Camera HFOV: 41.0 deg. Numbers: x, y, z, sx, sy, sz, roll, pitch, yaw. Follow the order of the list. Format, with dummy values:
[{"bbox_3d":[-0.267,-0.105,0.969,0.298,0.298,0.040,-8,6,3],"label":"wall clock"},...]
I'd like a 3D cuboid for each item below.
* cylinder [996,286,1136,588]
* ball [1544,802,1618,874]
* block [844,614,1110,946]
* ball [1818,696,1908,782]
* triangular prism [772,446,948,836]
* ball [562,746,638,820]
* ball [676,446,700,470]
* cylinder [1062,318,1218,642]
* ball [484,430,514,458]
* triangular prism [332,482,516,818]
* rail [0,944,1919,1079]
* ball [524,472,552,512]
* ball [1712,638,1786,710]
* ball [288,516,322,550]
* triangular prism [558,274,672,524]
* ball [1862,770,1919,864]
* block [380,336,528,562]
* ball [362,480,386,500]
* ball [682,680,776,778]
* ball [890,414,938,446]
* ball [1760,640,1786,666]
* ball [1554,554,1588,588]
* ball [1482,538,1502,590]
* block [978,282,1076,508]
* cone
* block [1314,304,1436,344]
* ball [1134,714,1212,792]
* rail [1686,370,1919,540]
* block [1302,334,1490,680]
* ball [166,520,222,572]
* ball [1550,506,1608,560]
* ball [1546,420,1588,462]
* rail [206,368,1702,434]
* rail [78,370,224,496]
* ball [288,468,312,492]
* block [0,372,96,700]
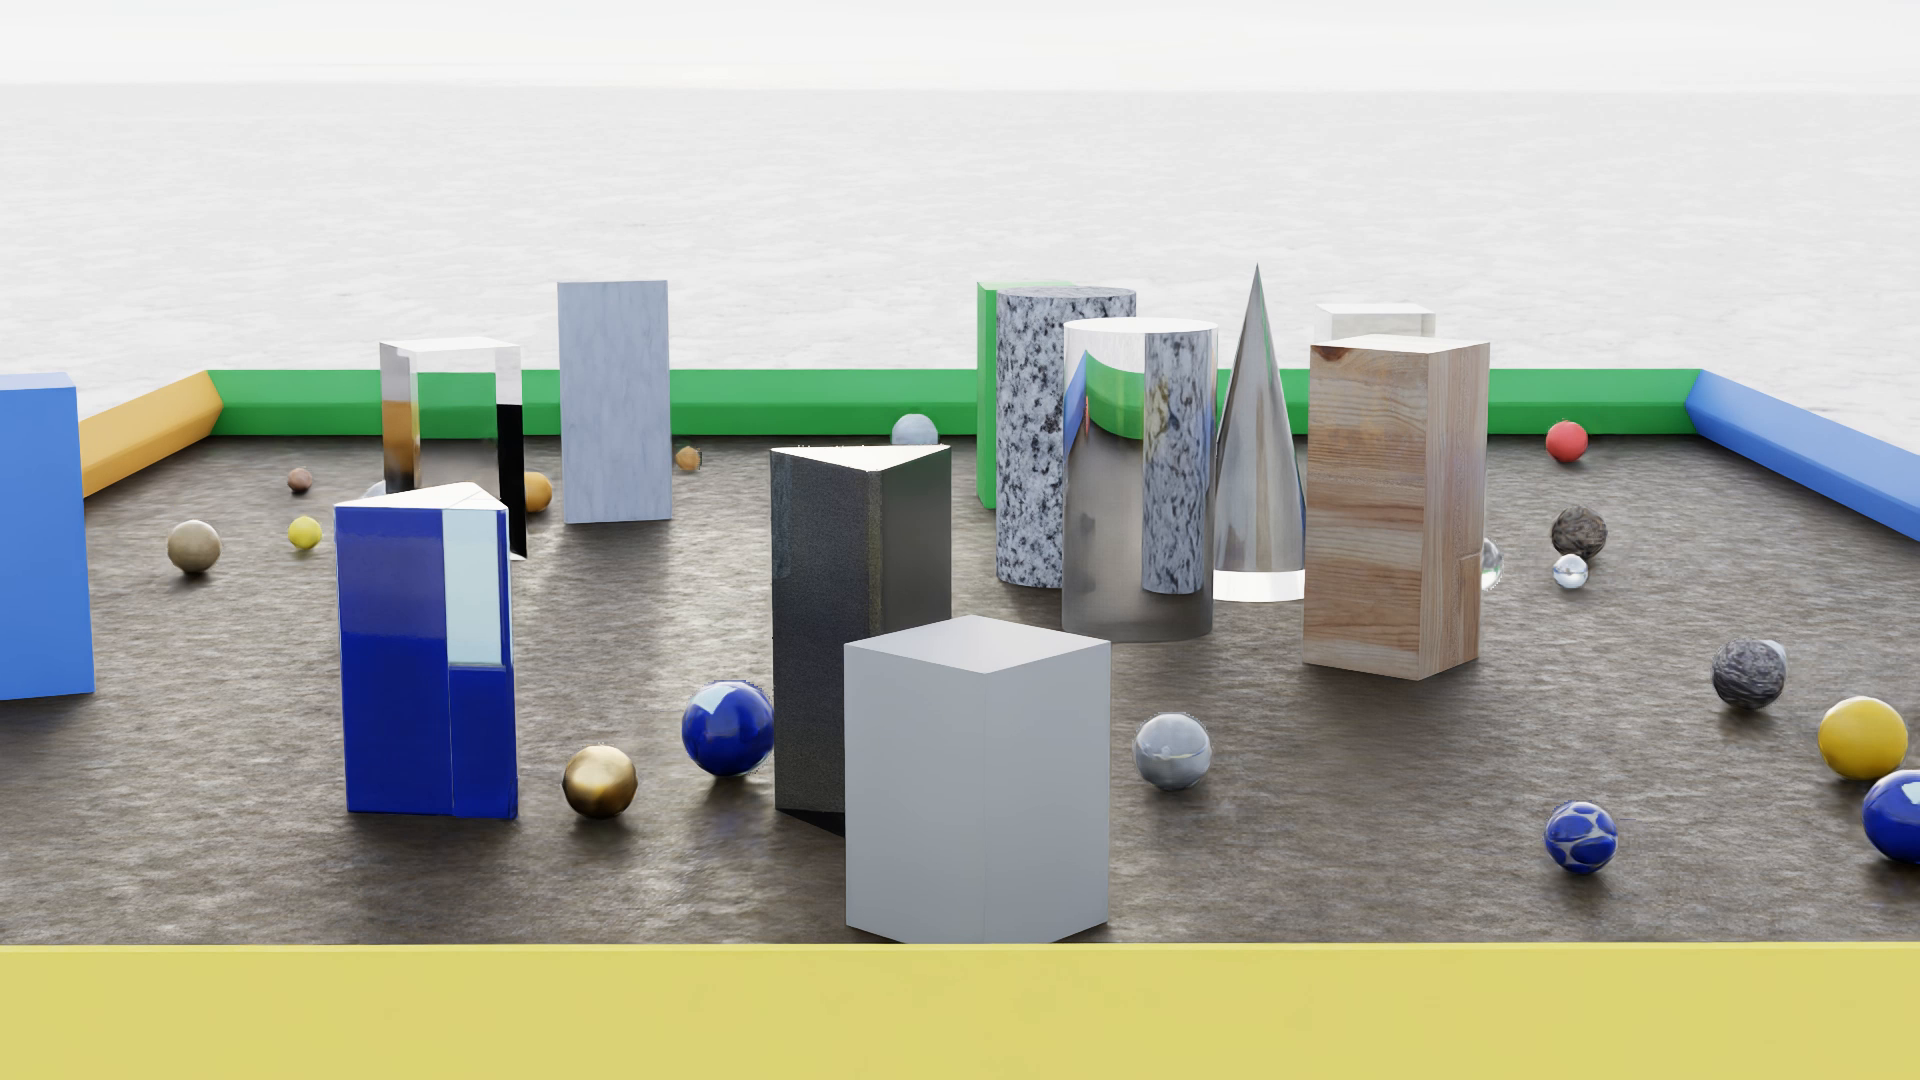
[{"bbox_3d":[0.151,-0.151,3.682,0.199,0.410,0.199,0,10,0],"label":"cylinder"},{"bbox_3d":[0.567,0.272,2.341,0.065,0.065,0.065,0,10,0],"label":"ball"},{"bbox_3d":[0.015,0.208,2.186,0.159,0.247,0.159,9,14,42],"label":"block"},{"bbox_3d":[0.930,0.205,2.641,0.088,0.088,0.088,0,10,0],"label":"ball"},{"bbox_3d":[-0.071,0.093,2.495,0.149,0.360,0.173,-8,13,-36],"label":"triangular prism"},{"bbox_3d":[-0.352,0.237,2.510,0.072,0.072,0.072,0,10,0],"label":"ball"},{"bbox_3d":[-0.495,-0.147,4.668,0.044,0.044,0.044,0,10,0],"label":"ball"},{"bbox_3d":[0.233,-0.082,3.340,0.199,0.397,0.199,0,10,0],"label":"cylinder"},{"bbox_3d":[-0.864,-0.179,4.811,0.053,0.053,0.053,0,10,0],"label":"ball"},{"bbox_3d":[-0.512,0.106,2.572,0.173,0.308,0.149,1,11,7],"label":"triangular prism"},{"bbox_3d":[0.010,0.339,1.797,2.984,0.129,0.045,0,10,0],"label":"rail"},{"bbox_3d":[-0.707,-0.080,4.234,0.068,0.068,0.068,0,10,0],"label":"ball"},{"bbox_3d":[0.902,0.154,2.937,0.081,0.081,0.081,0,10,0],"label":"ball"},{"bbox_3d":[-0.998,-0.011,3.910,0.050,0.050,0.050,0,10,0],"label":"ball"},{"bbox_3d":[-0.571,-0.235,4.195,0.173,0.388,0.149,-3,11,-14],"label":"triangular prism"},{"bbox_3d":[0.879,0.255,2.371,0.087,0.087,0.087,0,10,0],"label":"ball"},{"bbox_3d":[-0.757,-0.133,3.831,0.159,0.320,0.159,-6,12,-31],"label":"block"},{"bbox_3d":[-0.871,-0.044,3.929,0.097,0.097,0.097,0,10,0],"label":"ball"},{"bbox_3d":[-0.239,0.196,2.657,0.100,0.100,0.100,0,10,0],"label":"ball"},{"bbox_3d":[-0.085,-0.192,4.785,0.088,0.088,0.088,0,10,0],"label":"ball"},{"bbox_3d":[0.975,0.142,3.099,0.044,0.044,0.044,0,10,0],"label":"ball"},{"bbox_3d":[0.862,0.044,3.619,0.048,0.048,0.048,0,10,0],"label":"ball"},{"bbox_3d":[0.717,0.033,3.591,0.081,0.081,0.081,0,10,0],"label":"ball"},{"bbox_3d":[0.115,-0.247,4.325,0.159,0.364,0.159,-1,11,-4],"label":"block"},{"bbox_3d":[0.411,-0.160,3.588,0.199,0.461,0.199,0,10,0],"label":"cone"},{"bbox_3d":[0.644,-0.186,4.021,0.159,0.354,0.159,0,10,-2],"label":"block"},{"bbox_3d":[0.216,0.216,2.607,0.079,0.079,0.079,0,10,0],"label":"ball"},{"bbox_3d":[1.468,0.032,3.457,0.045,0.129,3.406,0,10,0],"label":"rail"},{"bbox_3d":[0.535,-0.045,3.151,0.159,0.394,0.159,8,13,37],"label":"block"},{"bbox_3d":[-1.113,0.010,3.729,0.076,0.076,0.076,0,10,0],"label":"ball"},{"bbox_3d":[0.921,-0.010,3.821,0.083,0.083,0.083,0,10,0],"label":"ball"},{"bbox_3d":[1.128,-0.183,4.771,0.077,0.077,0.077,0,10,0],"label":"ball"},{"bbox_3d":[-0.010,-0.272,5.100,2.984,0.129,0.045,0,10,0],"label":"rail"},{"bbox_3d":[-1.468,0.035,3.440,0.045,0.129,3.406,0,10,0],"label":"rail"},{"bbox_3d":[-1.141,-0.103,4.435,0.042,0.042,0.042,0,10,0],"label":"ball"},{"bbox_3d":[-1.123,-0.007,3.032,0.159,0.362,0.159,-4,11,-23],"label":"block"}]
